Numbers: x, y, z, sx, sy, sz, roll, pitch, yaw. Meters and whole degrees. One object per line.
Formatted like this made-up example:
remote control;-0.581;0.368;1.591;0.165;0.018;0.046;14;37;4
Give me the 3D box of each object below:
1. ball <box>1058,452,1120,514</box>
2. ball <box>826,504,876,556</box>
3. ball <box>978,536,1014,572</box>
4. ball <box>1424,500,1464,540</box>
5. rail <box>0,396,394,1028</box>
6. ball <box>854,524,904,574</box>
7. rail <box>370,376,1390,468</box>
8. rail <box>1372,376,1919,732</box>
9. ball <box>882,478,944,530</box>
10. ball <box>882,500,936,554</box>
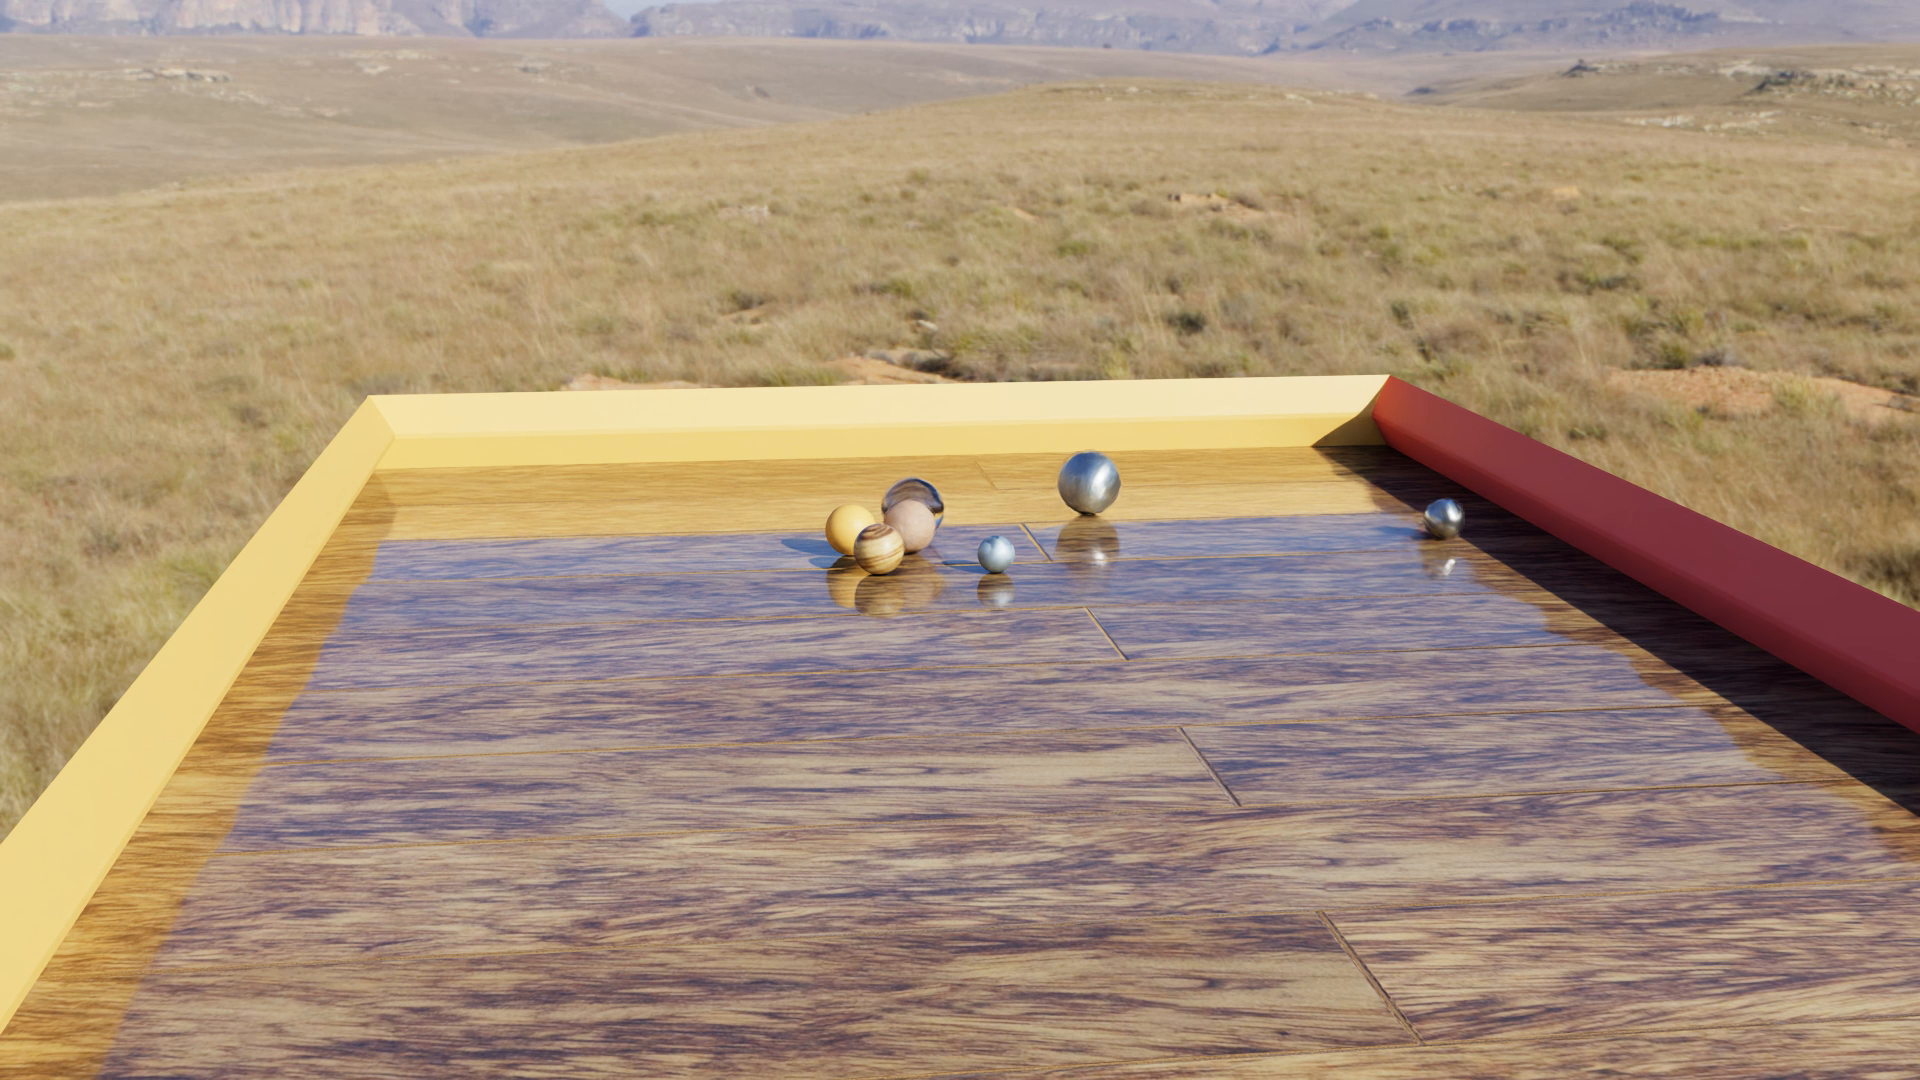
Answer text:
ball;0.194;-0.085;3.291;0.094;0.094;0.094;0;13;0
ball;-0.150;-0.014;3.028;0.071;0.071;0.071;0;13;0
ball;0.048;0.019;2.929;0.050;0.050;0.050;0;13;0
ball;0.688;-0.030;3.128;0.057;0.057;0.057;0;13;0
rail;-0.731;0.181;2.039;0.045;0.122;3.315;-2;13;-8
ball;-0.108;0.012;2.918;0.068;0.068;0.068;0;13;0
rail;-0.108;-0.199;3.730;1.747;0.122;0.045;-2;13;-8
rail;0.953;0.131;2.261;0.045;0.122;3.315;-2;13;-8
ball;-0.067;-0.043;3.119;0.088;0.088;0.088;0;13;0
ball;-0.071;-0.019;3.041;0.074;0.074;0.074;0;13;0
